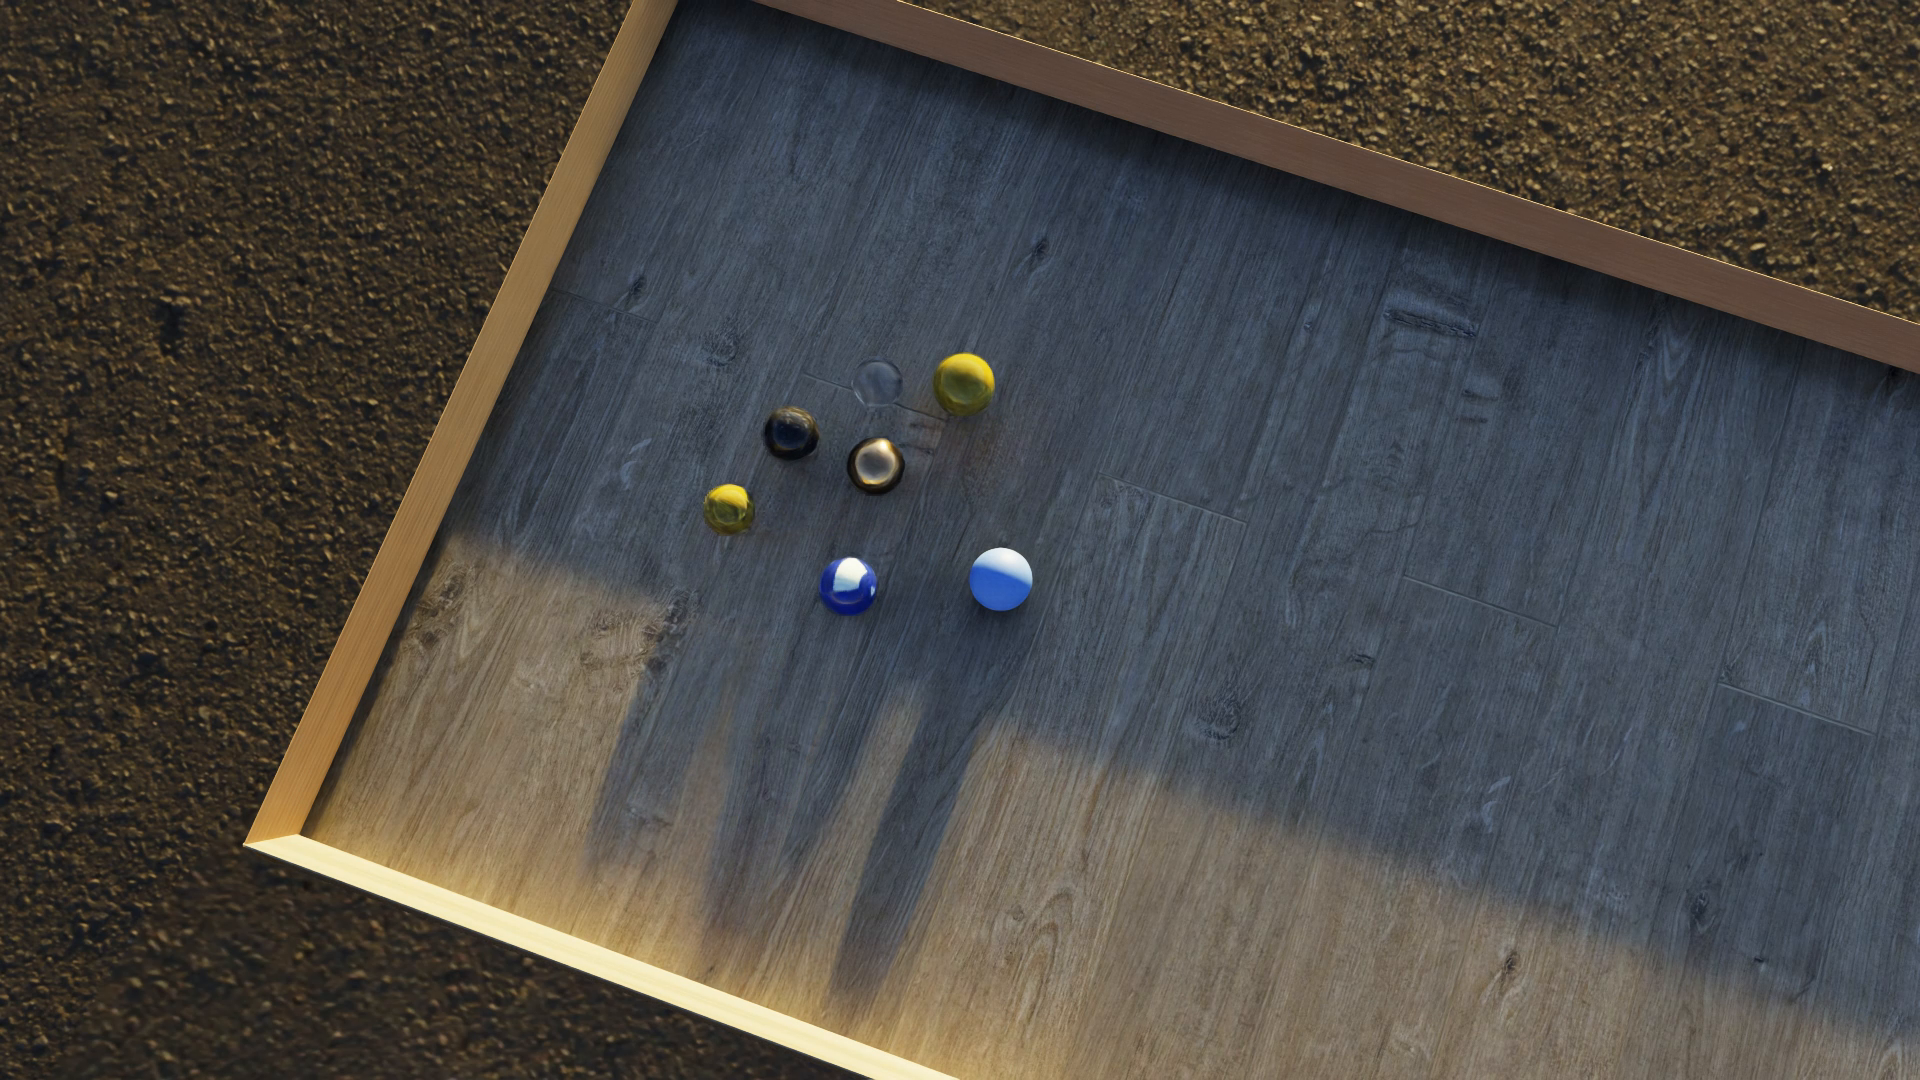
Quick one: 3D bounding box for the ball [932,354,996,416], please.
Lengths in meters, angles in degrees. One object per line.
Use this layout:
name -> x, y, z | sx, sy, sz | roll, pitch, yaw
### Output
ball -> 0.007, -0.243, 3.458 | 0.099, 0.099, 0.099 | 0, 72, 0

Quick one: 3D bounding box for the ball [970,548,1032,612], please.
ball -> 0.062, 0.060, 3.362 | 0.097, 0.097, 0.097 | 0, 72, 0

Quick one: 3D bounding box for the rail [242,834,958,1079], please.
rail -> 0.490, 0.956, 3.057 | 3.214, 0.129, 0.045 | 19, 73, 6

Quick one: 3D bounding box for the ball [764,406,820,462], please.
ball -> -0.263, -0.165, 3.439 | 0.087, 0.087, 0.087 | 0, 72, 0

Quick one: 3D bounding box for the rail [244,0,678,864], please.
rail -> -0.734, -0.258, 3.446 | 0.045, 0.129, 1.617 | 19, 73, 6

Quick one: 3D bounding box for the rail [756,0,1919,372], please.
rail -> 1.022, -0.450, 3.507 | 3.214, 0.129, 0.045 | 19, 73, 6

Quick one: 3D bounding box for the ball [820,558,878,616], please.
ball -> -0.170, 0.070, 3.363 | 0.089, 0.089, 0.089 | 0, 72, 0

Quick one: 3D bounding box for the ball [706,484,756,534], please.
ball -> -0.355, -0.047, 3.406 | 0.078, 0.078, 0.078 | 0, 72, 0

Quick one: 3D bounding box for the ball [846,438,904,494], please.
ball -> -0.131, -0.115, 3.422 | 0.090, 0.090, 0.090 | 0, 72, 0

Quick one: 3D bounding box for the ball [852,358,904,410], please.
ball -> -0.130, -0.247, 3.468 | 0.082, 0.082, 0.082 | 0, 72, 0
